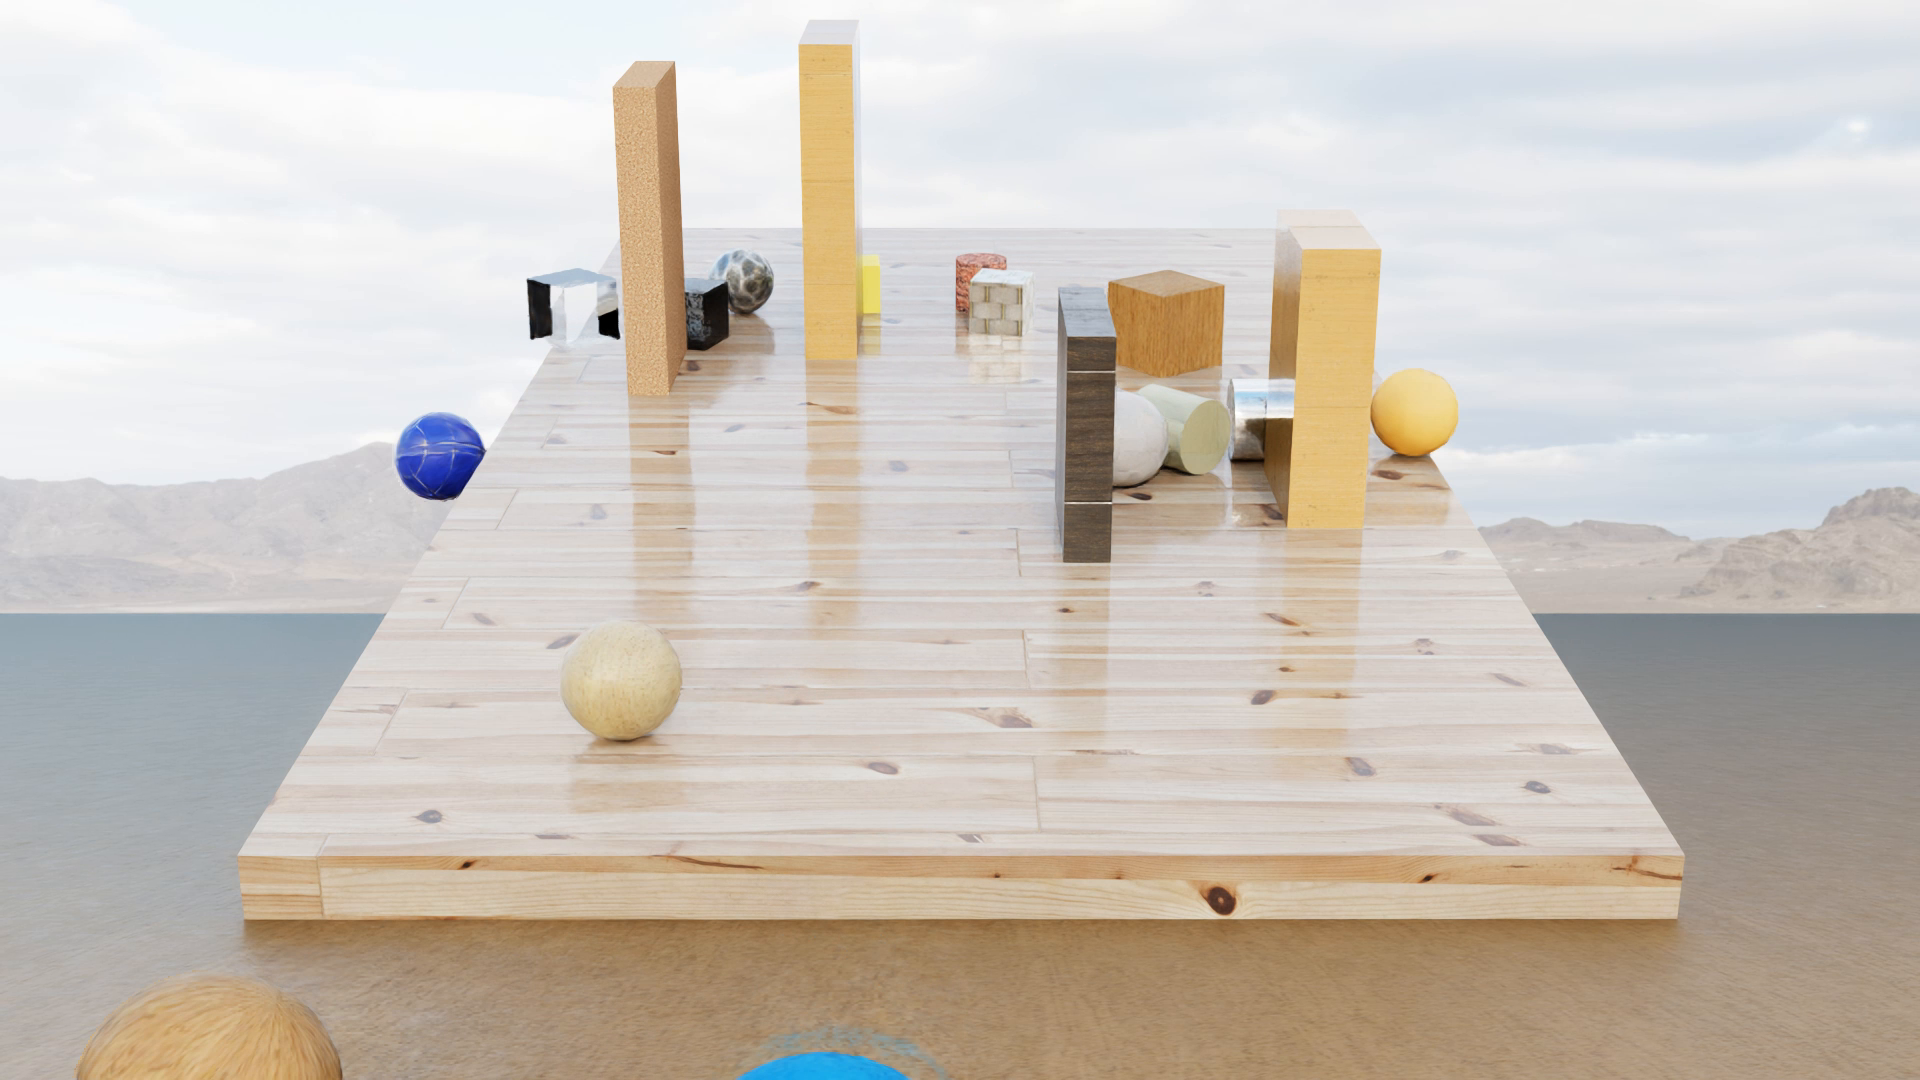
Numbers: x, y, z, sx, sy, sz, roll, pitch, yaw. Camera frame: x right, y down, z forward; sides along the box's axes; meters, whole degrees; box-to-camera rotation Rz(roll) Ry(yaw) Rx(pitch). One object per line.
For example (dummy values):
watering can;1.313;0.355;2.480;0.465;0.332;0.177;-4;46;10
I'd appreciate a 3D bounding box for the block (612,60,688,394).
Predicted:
block;-0.717;-0.731;5.281;0.094;0.703;0.392;0;20;0

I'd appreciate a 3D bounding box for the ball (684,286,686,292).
ball;-0.772;-0.625;5.795;0.148;0.148;0.148;0;-2;0

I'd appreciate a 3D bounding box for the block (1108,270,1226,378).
block;0.492;-0.520;5.445;0.197;0.197;0.197;-15;25;-35

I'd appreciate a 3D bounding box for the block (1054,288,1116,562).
block;0.235;-0.224;4.301;0.088;0.432;0.366;0;20;0

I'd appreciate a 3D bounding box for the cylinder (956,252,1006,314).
cylinder;0.055;-0.671;5.946;0.134;0.134;0.134;0;20;0

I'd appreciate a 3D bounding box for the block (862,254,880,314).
block;-0.274;-0.672;5.959;0.125;0.125;0.125;-1;20;-4

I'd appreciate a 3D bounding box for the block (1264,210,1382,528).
block;0.705;-0.341;4.452;0.146;0.549;0.351;0;20;0

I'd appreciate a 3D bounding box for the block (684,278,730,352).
block;-0.670;-0.563;5.633;0.143;0.143;0.143;7;21;18

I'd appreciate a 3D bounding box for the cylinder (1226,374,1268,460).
cylinder;0.653;-0.253;4.761;0.171;0.171;0.171;6;-1;4

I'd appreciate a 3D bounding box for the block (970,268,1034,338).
block;0.107;-0.600;5.747;0.138;0.138;0.138;5;21;13

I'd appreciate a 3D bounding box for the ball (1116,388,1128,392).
ball;0.321;-0.252;4.798;0.142;0.142;0.142;0;-2;0

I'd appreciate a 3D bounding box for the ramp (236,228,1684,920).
ramp;-0.005;-0.209;5.028;2.000;0.100;4.000;0;20;0

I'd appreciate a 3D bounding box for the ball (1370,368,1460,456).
ball;0.958;-0.270;4.787;0.185;0.185;0.185;0;-2;0

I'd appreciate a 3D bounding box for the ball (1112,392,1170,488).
ball;0.328;-0.203;4.592;0.193;0.193;0.193;0;-2;0

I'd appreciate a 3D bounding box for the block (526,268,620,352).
block;-0.961;-0.573;5.640;0.158;0.158;0.158;-19;28;-42

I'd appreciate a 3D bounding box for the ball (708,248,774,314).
ball;-0.568;-0.674;5.898;0.170;0.170;0.170;0;-2;0

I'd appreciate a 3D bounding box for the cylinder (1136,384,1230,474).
cylinder;0.450;-0.230;4.716;0.159;0.159;0.159;2;13;-46

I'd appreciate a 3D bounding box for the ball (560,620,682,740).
ball;-0.518;0.213;3.468;0.185;0.185;0.185;0;-2;0

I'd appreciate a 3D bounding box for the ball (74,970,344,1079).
ball;-0.522;0.392;1.578;0.182;0.182;0.182;0;-2;0

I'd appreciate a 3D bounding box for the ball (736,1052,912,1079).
ball;-0.079;0.384;1.291;0.181;0.181;0.181;0;-2;0

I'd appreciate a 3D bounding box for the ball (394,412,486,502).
ball;-1.140;-0.184;4.978;0.198;0.198;0.198;0;-2;0

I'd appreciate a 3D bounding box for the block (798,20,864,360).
block;-0.313;-0.868;5.581;0.125;0.754;0.440;0;20;0
